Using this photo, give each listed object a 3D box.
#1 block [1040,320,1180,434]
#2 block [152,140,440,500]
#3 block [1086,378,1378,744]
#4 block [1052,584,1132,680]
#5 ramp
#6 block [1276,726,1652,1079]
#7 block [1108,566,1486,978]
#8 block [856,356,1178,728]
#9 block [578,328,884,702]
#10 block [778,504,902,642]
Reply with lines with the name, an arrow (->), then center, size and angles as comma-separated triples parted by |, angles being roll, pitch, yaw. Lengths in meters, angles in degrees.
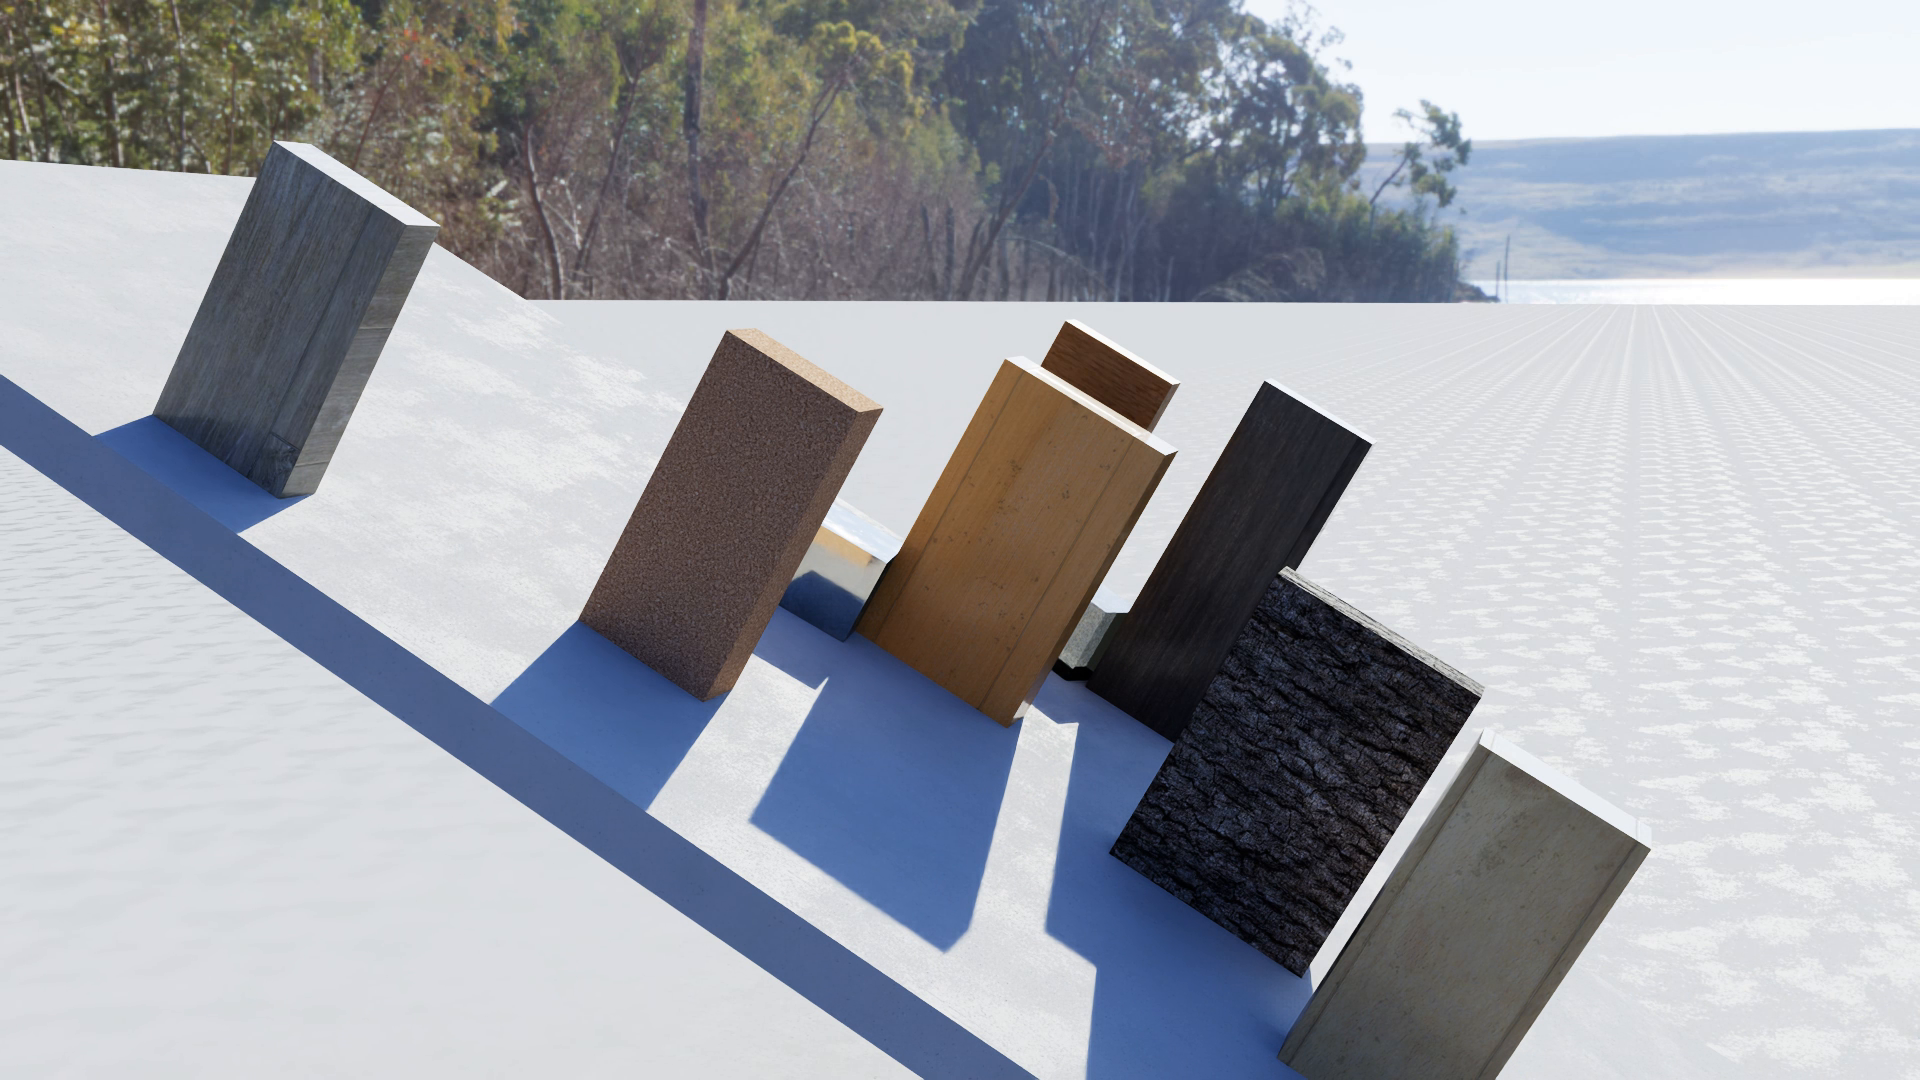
block -> 0.165, -0.084, 4.546 | 0.255, 0.705, 0.084 | 32, 15, 11
block -> -1.067, -0.351, 3.526 | 0.267, 0.498, 0.102 | 32, 15, 11
block -> 0.576, 0.056, 4.715 | 0.261, 0.774, 0.091 | 32, 15, 11
block -> 0.253, 0.186, 4.856 | 0.178, 0.178, 0.178 | 36, 16, 26
ramp -> -0.191, 0.315, 4.131 | 4.000, 0.100, 2.000 | 32, 15, 11
block -> 0.790, 0.638, 3.466 | 0.295, 0.610, 0.131 | 32, 15, 11
block -> 0.591, 0.410, 3.889 | 0.402, 0.598, 0.101 | 32, 15, 11
block -> 0.108, 0.003, 4.305 | 0.361, 0.623, 0.126 | 32, 15, 11
block -> -0.383, -0.042, 3.654 | 0.260, 0.559, 0.125 | 32, 15, 11
block -> -0.246, 0.059, 4.327 | 0.183, 0.183, 0.183 | 30, 14, 3
